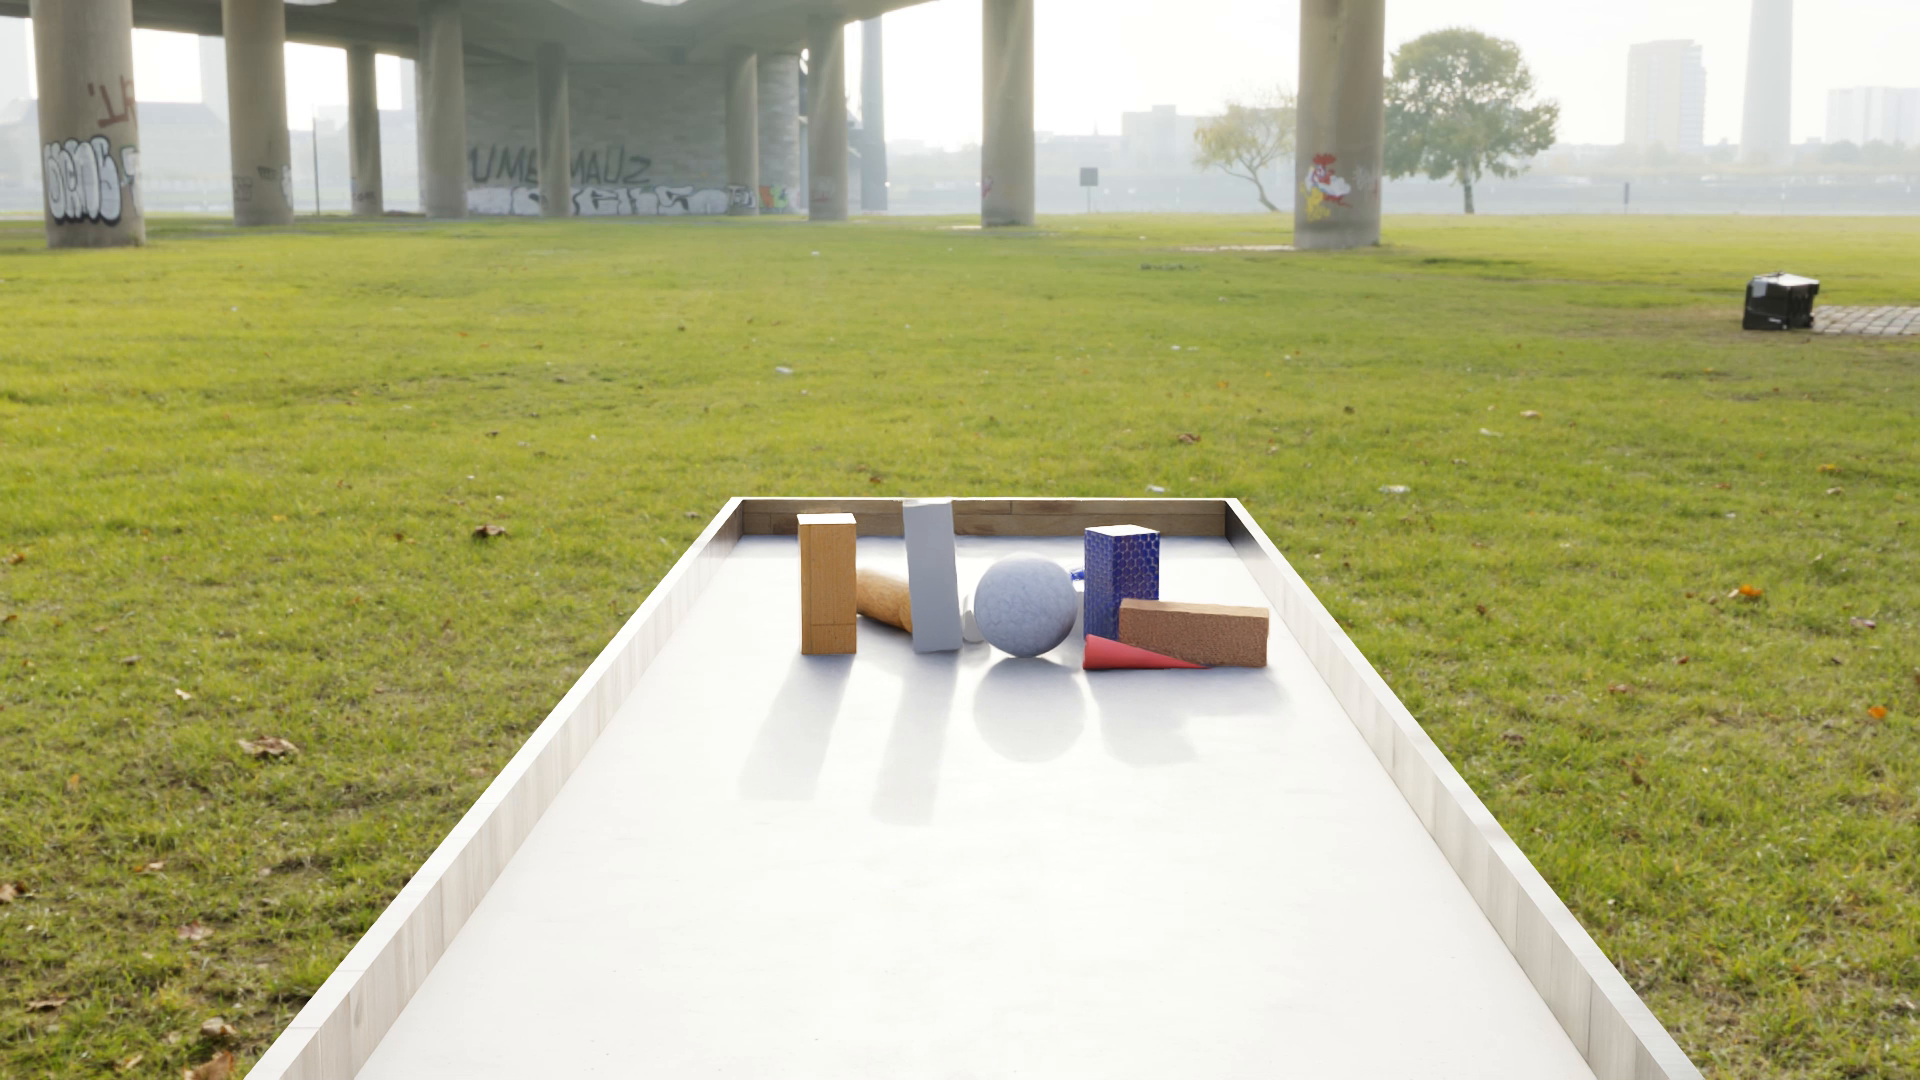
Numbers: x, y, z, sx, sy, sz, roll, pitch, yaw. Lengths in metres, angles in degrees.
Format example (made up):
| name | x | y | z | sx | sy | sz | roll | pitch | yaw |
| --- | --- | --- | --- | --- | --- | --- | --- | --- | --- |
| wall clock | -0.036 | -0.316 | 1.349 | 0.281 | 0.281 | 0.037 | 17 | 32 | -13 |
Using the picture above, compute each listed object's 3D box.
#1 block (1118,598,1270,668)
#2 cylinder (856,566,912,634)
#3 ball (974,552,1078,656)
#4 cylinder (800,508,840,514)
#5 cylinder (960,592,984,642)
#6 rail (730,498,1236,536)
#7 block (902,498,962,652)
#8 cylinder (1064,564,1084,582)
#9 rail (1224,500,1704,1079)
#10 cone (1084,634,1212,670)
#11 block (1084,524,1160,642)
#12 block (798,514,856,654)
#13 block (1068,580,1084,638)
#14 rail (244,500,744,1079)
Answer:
| name | x | y | z | sx | sy | sz | roll | pitch | yaw |
| --- | --- | --- | --- | --- | --- | --- | --- | --- | --- |
| block | 0.709 | 0.282 | 6.677 | 0.447 | 0.156 | 0.156 | 4 | 9 | 8 |
| cylinder | -0.219 | 0.196 | 7.233 | 0.168 | 0.168 | 0.399 | -5 | 10 | -29 |
| ball | 0.201 | 0.197 | 6.739 | 0.322 | 0.322 | 0.322 | 0 | 9 | 0 |
| cylinder | -0.432 | 0.102 | 7.022 | 0.130 | 0.404 | 0.130 | -4 | -1 | 0 |
| cylinder | 0.051 | 0.247 | 7.112 | 0.107 | 0.107 | 0.306 | 0 | 9 | 1 |
| rail | 0.099 | -0.098 | 9.147 | 2.100 | 0.150 | 0.050 | 0 | 9 | 1 |
| block | -0.085 | 0.106 | 6.833 | 0.151 | 0.456 | 0.151 | -5 | 7 | 0 |
| cylinder | 0.341 | 0.173 | 7.458 | 0.145 | 0.145 | 0.305 | 5 | 10 | 28 |
| rail | 1.046 | 0.843 | 3.208 | 0.050 | 0.150 | 12.000 | 0 | 9 | 1 |
| cone | 0.567 | 0.360 | 6.571 | 0.385 | 0.106 | 0.106 | 8 | 9 | 0 |
| block | 0.509 | 0.147 | 6.933 | 0.172 | 0.360 | 0.172 | -5 | 10 | -28 |
| block | -0.413 | 0.136 | 6.834 | 0.170 | 0.410 | 0.170 | -1 | 10 | -7 |
| block | 0.475 | 0.209 | 7.208 | 0.150 | 0.150 | 0.384 | 6 | 11 | 33 |
| rail | -1.004 | 0.839 | 3.234 | 0.050 | 0.150 | 12.000 | 0 | 9 | 1 |
